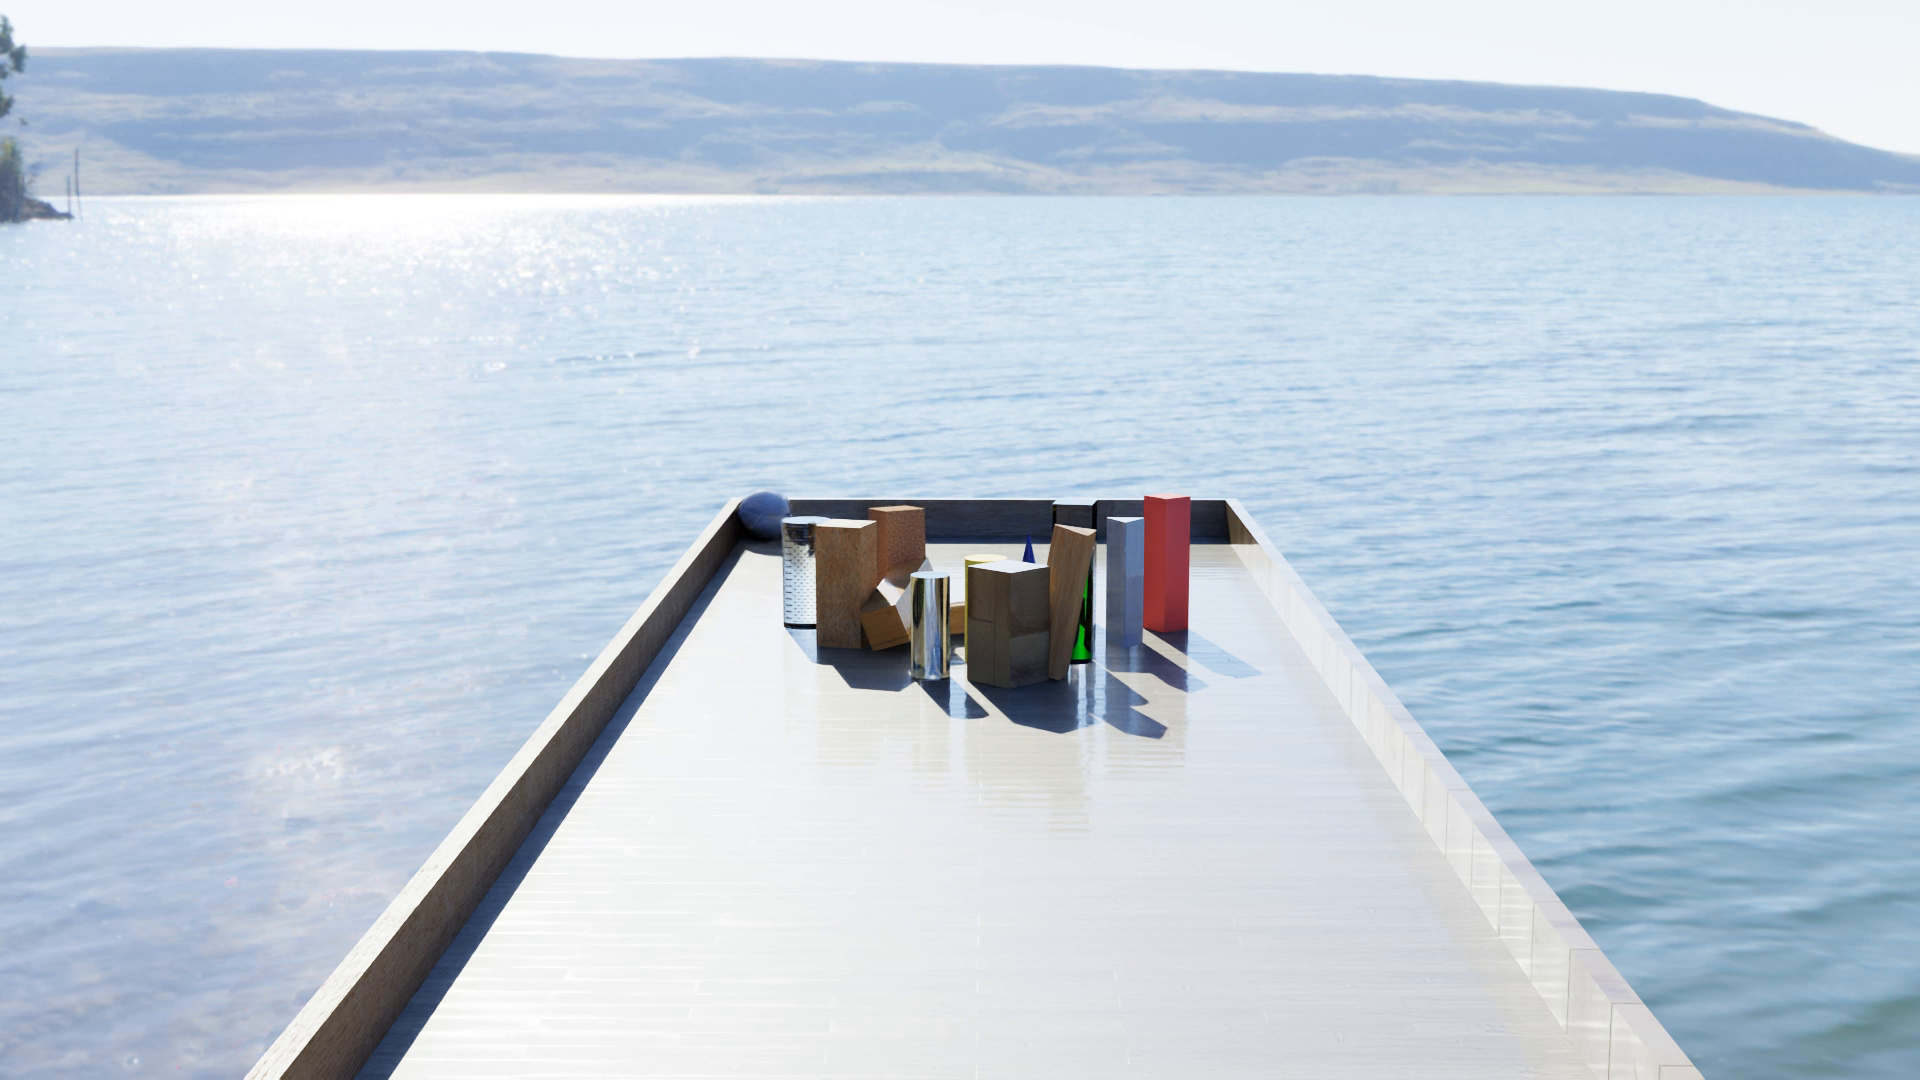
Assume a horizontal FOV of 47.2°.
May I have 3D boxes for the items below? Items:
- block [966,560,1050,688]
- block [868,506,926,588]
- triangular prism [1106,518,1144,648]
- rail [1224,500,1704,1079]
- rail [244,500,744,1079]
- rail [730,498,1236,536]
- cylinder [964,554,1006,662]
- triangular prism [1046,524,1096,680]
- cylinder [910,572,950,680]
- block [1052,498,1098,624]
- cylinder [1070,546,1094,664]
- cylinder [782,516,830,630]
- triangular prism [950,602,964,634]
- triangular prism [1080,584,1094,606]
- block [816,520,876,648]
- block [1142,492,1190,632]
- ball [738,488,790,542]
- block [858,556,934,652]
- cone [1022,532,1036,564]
[{"bbox_3d":[0.141,0.242,6.400,0.169,0.337,0.169,8,12,43],"label":"block"},{"bbox_3d":[-0.204,0.086,7.232,0.138,0.380,0.138,-5,7,-27],"label":"block"},{"bbox_3d":[0.504,0.130,6.917,0.100,0.398,0.115,6,11,34],"label":"triangular prism"},{"bbox_3d":[1.046,0.843,3.208,0.050,0.150,12.000,0,9,1],"label":"rail"},{"bbox_3d":[-1.004,0.839,3.234,0.050,0.150,12.000,0,9,1],"label":"rail"},{"bbox_3d":[0.099,-0.098,9.147,2.100,0.150,0.050,0,9,1],"label":"rail"},{"bbox_3d":[0.078,0.211,6.668,0.128,0.317,0.128,0,9,0],"label":"cylinder"},{"bbox_3d":[0.320,0.181,6.453,0.112,0.436,0.130,0,15,-46],"label":"triangular prism"},{"bbox_3d":[-0.087,0.252,6.451,0.116,0.304,0.116,0,9,0],"label":"cylinder"},{"bbox_3d":[0.374,0.079,7.194,0.129,0.412,0.129,2,9,11],"label":"block"},{"bbox_3d":[0.348,0.195,6.665,0.112,0.348,0.112,0,9,0],"label":"cylinder"},{"bbox_3d":[-0.501,0.107,7.215,0.162,0.349,0.162,0,9,0],"label":"cylinder"},{"bbox_3d":[0.028,0.230,7.106,0.301,0.108,0.094,-6,-24,-33],"label":"triangular prism"},{"bbox_3d":[0.297,0.203,7.468,0.090,0.078,0.439,7,12,37],"label":"triangular prism"},{"bbox_3d":[-0.358,0.137,6.928,0.149,0.382,0.149,3,9,18],"label":"block"},{"bbox_3d":[0.671,0.073,7.156,0.107,0.437,0.107,-7,11,-37],"label":"block"},{"bbox_3d":[-0.797,-0.101,8.968,0.213,0.213,0.213,0,9,0],"label":"ball"},{"bbox_3d":[-0.187,0.200,6.959,0.129,0.129,0.388,-16,17,21],"label":"block"},{"bbox_3d":[0.216,0.150,6.912,0.154,0.361,0.154,0,9,0],"label":"cone"}]
